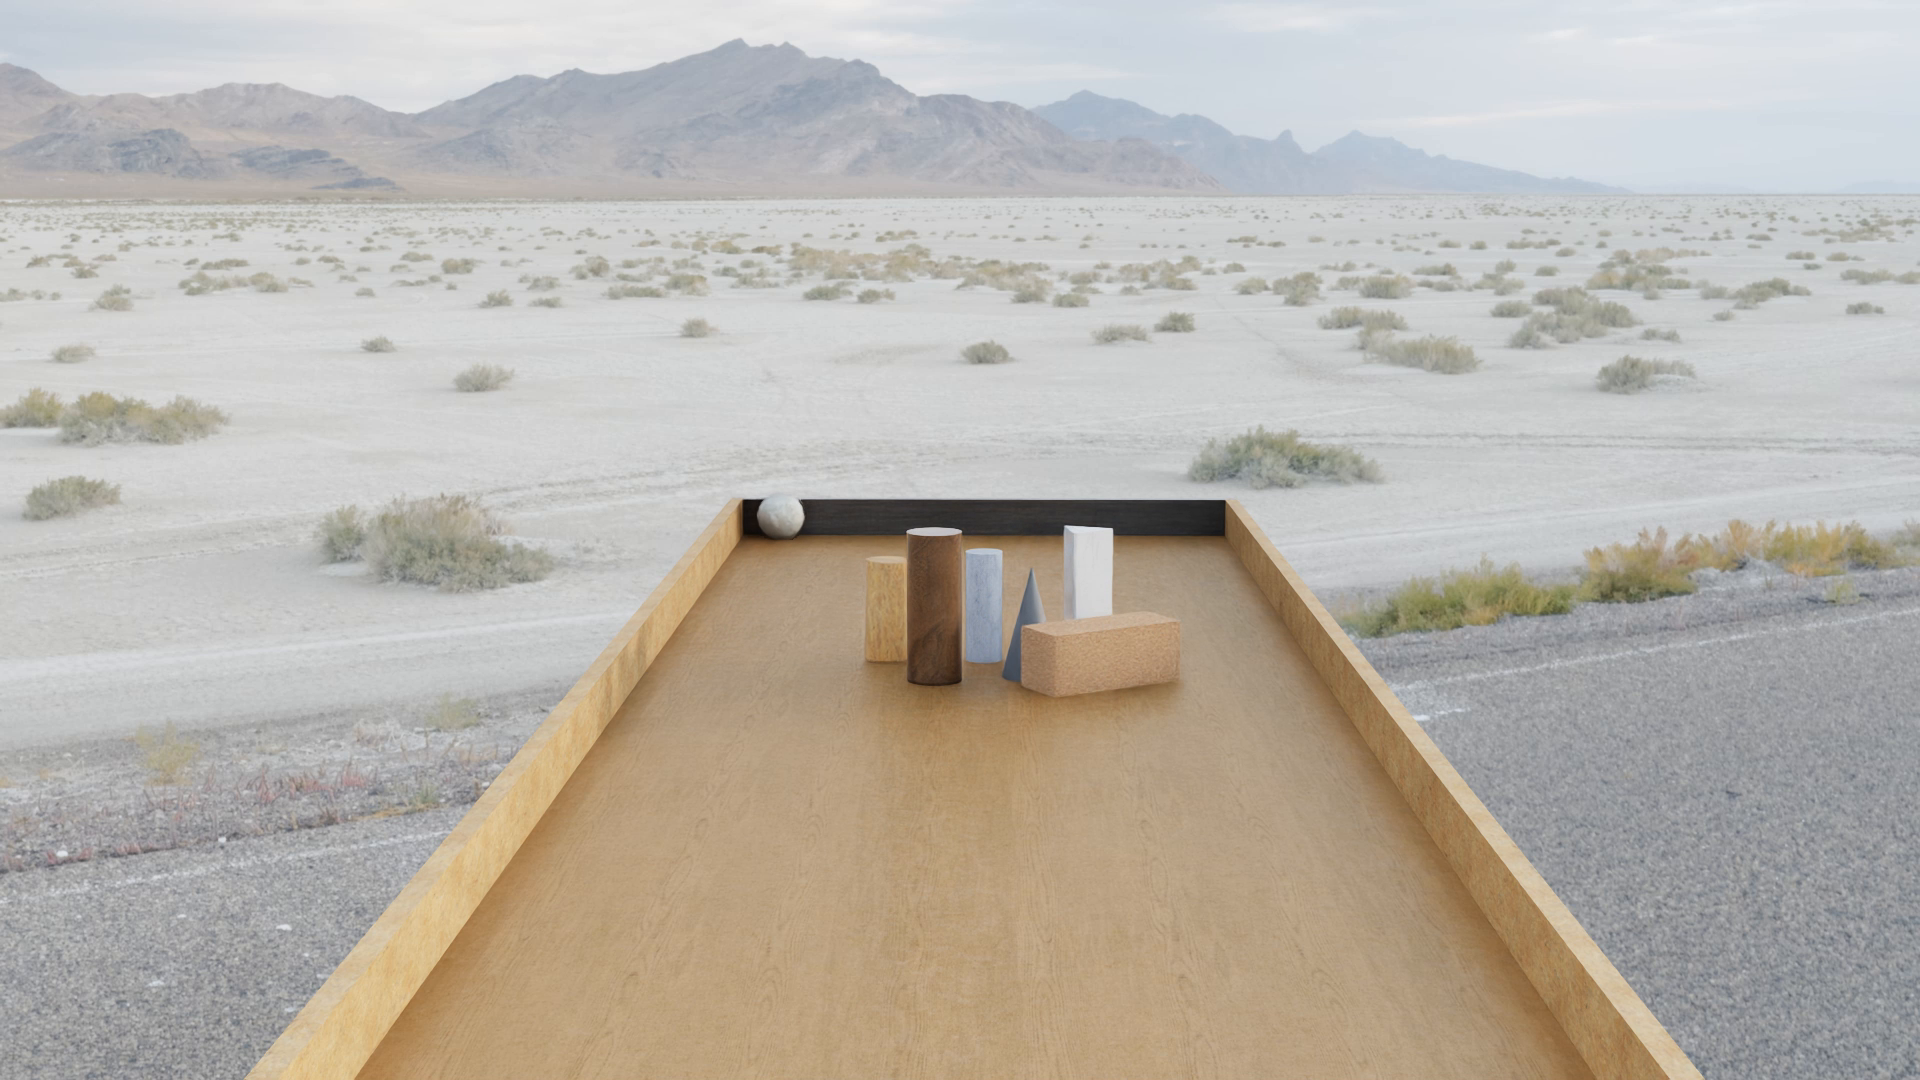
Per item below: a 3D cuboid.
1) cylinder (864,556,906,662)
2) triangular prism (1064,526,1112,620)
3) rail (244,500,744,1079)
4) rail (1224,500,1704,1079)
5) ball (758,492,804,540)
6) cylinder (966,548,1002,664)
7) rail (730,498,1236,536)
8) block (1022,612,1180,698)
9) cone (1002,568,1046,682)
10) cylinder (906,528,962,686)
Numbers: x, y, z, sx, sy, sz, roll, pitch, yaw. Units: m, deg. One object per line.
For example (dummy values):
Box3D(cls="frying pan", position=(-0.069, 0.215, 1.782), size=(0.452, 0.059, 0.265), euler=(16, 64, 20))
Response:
Box3D(cls="cylinder", position=(-0.220, 0.210, 6.707), size=(0.136, 0.302, 0.136), euler=(2, 8, 0))
Box3D(cls="triangular prism", position=(0.363, 0.162, 6.712), size=(0.153, 0.400, 0.132), euler=(-7, 11, -38))
Box3D(cls="rail", position=(-1.004, 0.839, 3.234), size=(0.050, 0.150, 12.000), euler=(0, 9, 1))
Box3D(cls="rail", position=(1.046, 0.843, 3.208), size=(0.050, 0.150, 12.000), euler=(0, 9, 1))
Box3D(cls="ball", position=(-0.735, -0.098, 9.016), size=(0.192, 0.192, 0.192), euler=(0, 9, 0))
Box3D(cls="cylinder", position=(0.073, 0.199, 6.687), size=(0.113, 0.334, 0.113), euler=(0, 9, 0))
Box3D(cls="rail", position=(0.099, -0.098, 9.147), size=(2.100, 0.150, 0.050), euler=(0, 9, 1))
Box3D(cls="block", position=(0.410, 0.328, 6.375), size=(0.438, 0.177, 0.177), euler=(-5, 10, -30))
Box3D(cls="cone", position=(0.210, 0.237, 6.455), size=(0.176, 0.331, 0.176), euler=(0, 9, 0))
Box3D(cls="cylinder", position=(-0.074, 0.192, 6.394), size=(0.161, 0.439, 0.161), euler=(0, 9, 0))
